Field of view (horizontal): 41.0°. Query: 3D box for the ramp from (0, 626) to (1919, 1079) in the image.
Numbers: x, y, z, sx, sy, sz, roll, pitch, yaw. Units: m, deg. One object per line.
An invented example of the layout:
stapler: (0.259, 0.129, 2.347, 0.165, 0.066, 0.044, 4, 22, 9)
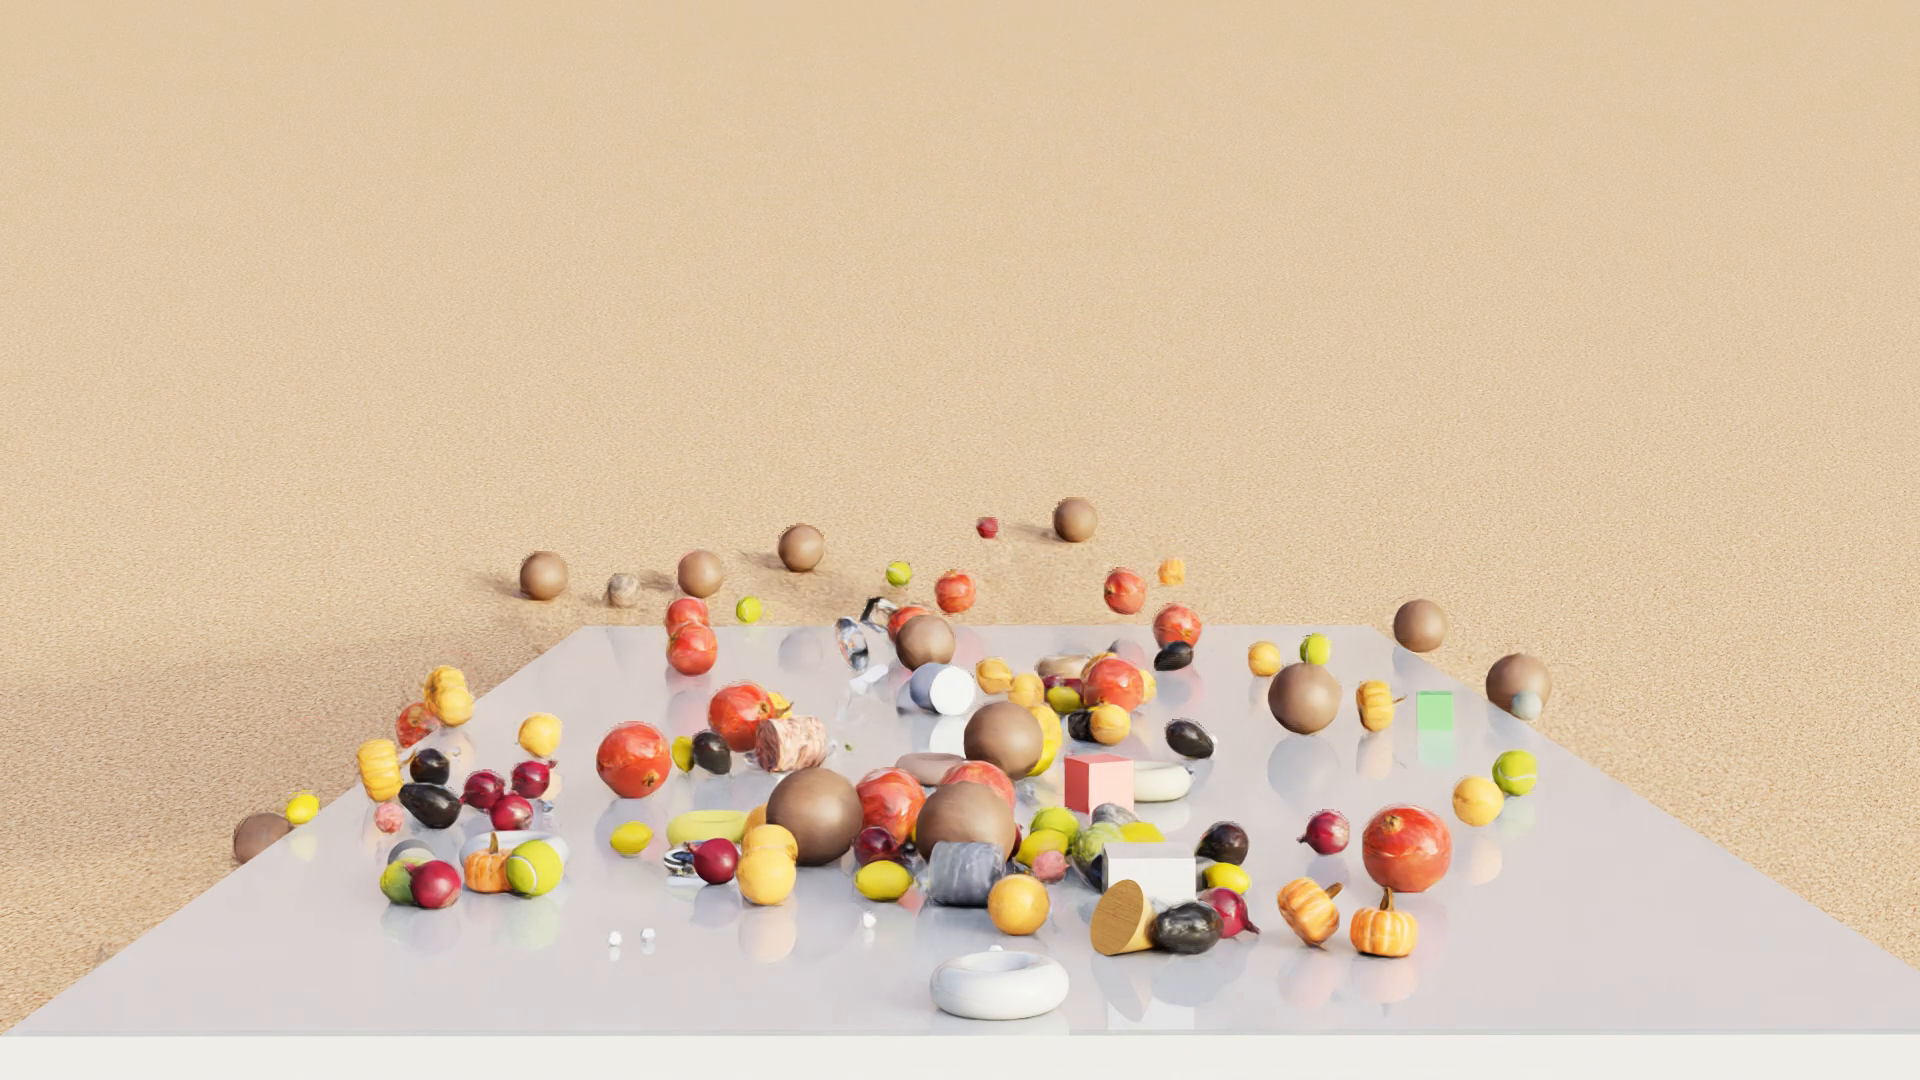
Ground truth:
ramp: (0.045, 0.404, 4.539, 2.000, 0.100, 4.000, 0, 4, 0)

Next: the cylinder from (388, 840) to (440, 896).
cylinder: (-0.690, 0.413, 3.238, 0.061, 0.061, 0.061, -5, 5, -15)

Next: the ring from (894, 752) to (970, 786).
ring: (-0.044, 0.365, 4.088, 0.122, 0.041, 0.122, 1, 4, 0)

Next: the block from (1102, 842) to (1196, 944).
block: (0.219, 0.410, 2.986, 0.099, 0.099, 0.099, 0, 4, -1)

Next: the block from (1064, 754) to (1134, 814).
block: (0.208, 0.364, 3.835, 0.075, 0.075, 0.075, -2, 4, -26)

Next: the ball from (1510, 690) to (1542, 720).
ball: (1.110, 0.324, 5.030, 0.059, 0.059, 0.059, 0, 19, 0)

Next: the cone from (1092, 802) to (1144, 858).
cone: (0.195, 0.410, 3.465, 0.079, 0.079, 0.079, 10, 35, 28)

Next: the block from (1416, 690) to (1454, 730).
block: (0.869, 0.312, 4.695, 0.063, 0.063, 0.063, 0, 4, 8)

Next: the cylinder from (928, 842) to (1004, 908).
cylinder: (0.009, 0.410, 3.149, 0.077, 0.077, 0.077, 1, 19, 14)

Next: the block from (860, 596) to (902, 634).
block: (-0.186, 0.176, 5.978, 0.061, 0.061, 0.061, 33, -20, -23)

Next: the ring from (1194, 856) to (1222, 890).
ring: (0.283, 0.424, 3.271, 0.101, 0.034, 0.101, 0, 2, 0)

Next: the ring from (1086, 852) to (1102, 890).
ring: (0.199, 0.419, 3.250, 0.077, 0.026, 0.077, -4, 29, 2)

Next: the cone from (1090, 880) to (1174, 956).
cone: (0.212, 0.445, 2.917, 0.091, 0.091, 0.091, 28, 5, -28)

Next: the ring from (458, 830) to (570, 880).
ring: (-0.582, 0.412, 3.355, 0.144, 0.048, 0.144, 1, 3, 0)

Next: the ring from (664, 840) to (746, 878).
ring: (-0.333, 0.417, 3.358, 0.108, 0.036, 0.108, 0, 5, 0)

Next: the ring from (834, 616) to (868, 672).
ring: (-0.232, 0.222, 5.499, 0.041, 0.124, 0.124, -19, 24, -17)

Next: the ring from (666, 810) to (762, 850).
ring: (-0.339, 0.401, 3.531, 0.132, 0.044, 0.132, 0, 4, 0)

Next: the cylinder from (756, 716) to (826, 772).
cylinder: (-0.277, 0.334, 4.201, 0.086, 0.086, 0.086, -2, 17, -33)

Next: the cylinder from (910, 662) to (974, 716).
cylinder: (-0.035, 0.284, 4.886, 0.093, 0.093, 0.093, -10, 8, -26)

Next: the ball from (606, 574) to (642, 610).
ball: (-0.905, 0.139, 6.910, 0.094, 0.094, 0.094, 0, 19, 0)

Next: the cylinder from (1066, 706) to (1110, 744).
cylinder: (0.227, 0.328, 4.526, 0.054, 0.054, 0.054, -17, 29, -40)

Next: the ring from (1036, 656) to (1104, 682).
ring: (0.233, 0.271, 5.402, 0.144, 0.048, 0.144, 0, 3, 0)

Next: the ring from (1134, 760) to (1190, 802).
ring: (0.282, 0.370, 3.945, 0.146, 0.049, 0.146, 1, 3, 0)

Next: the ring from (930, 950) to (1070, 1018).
ring: (0.041, 0.459, 2.652, 0.145, 0.048, 0.145, -1, 4, 0)
